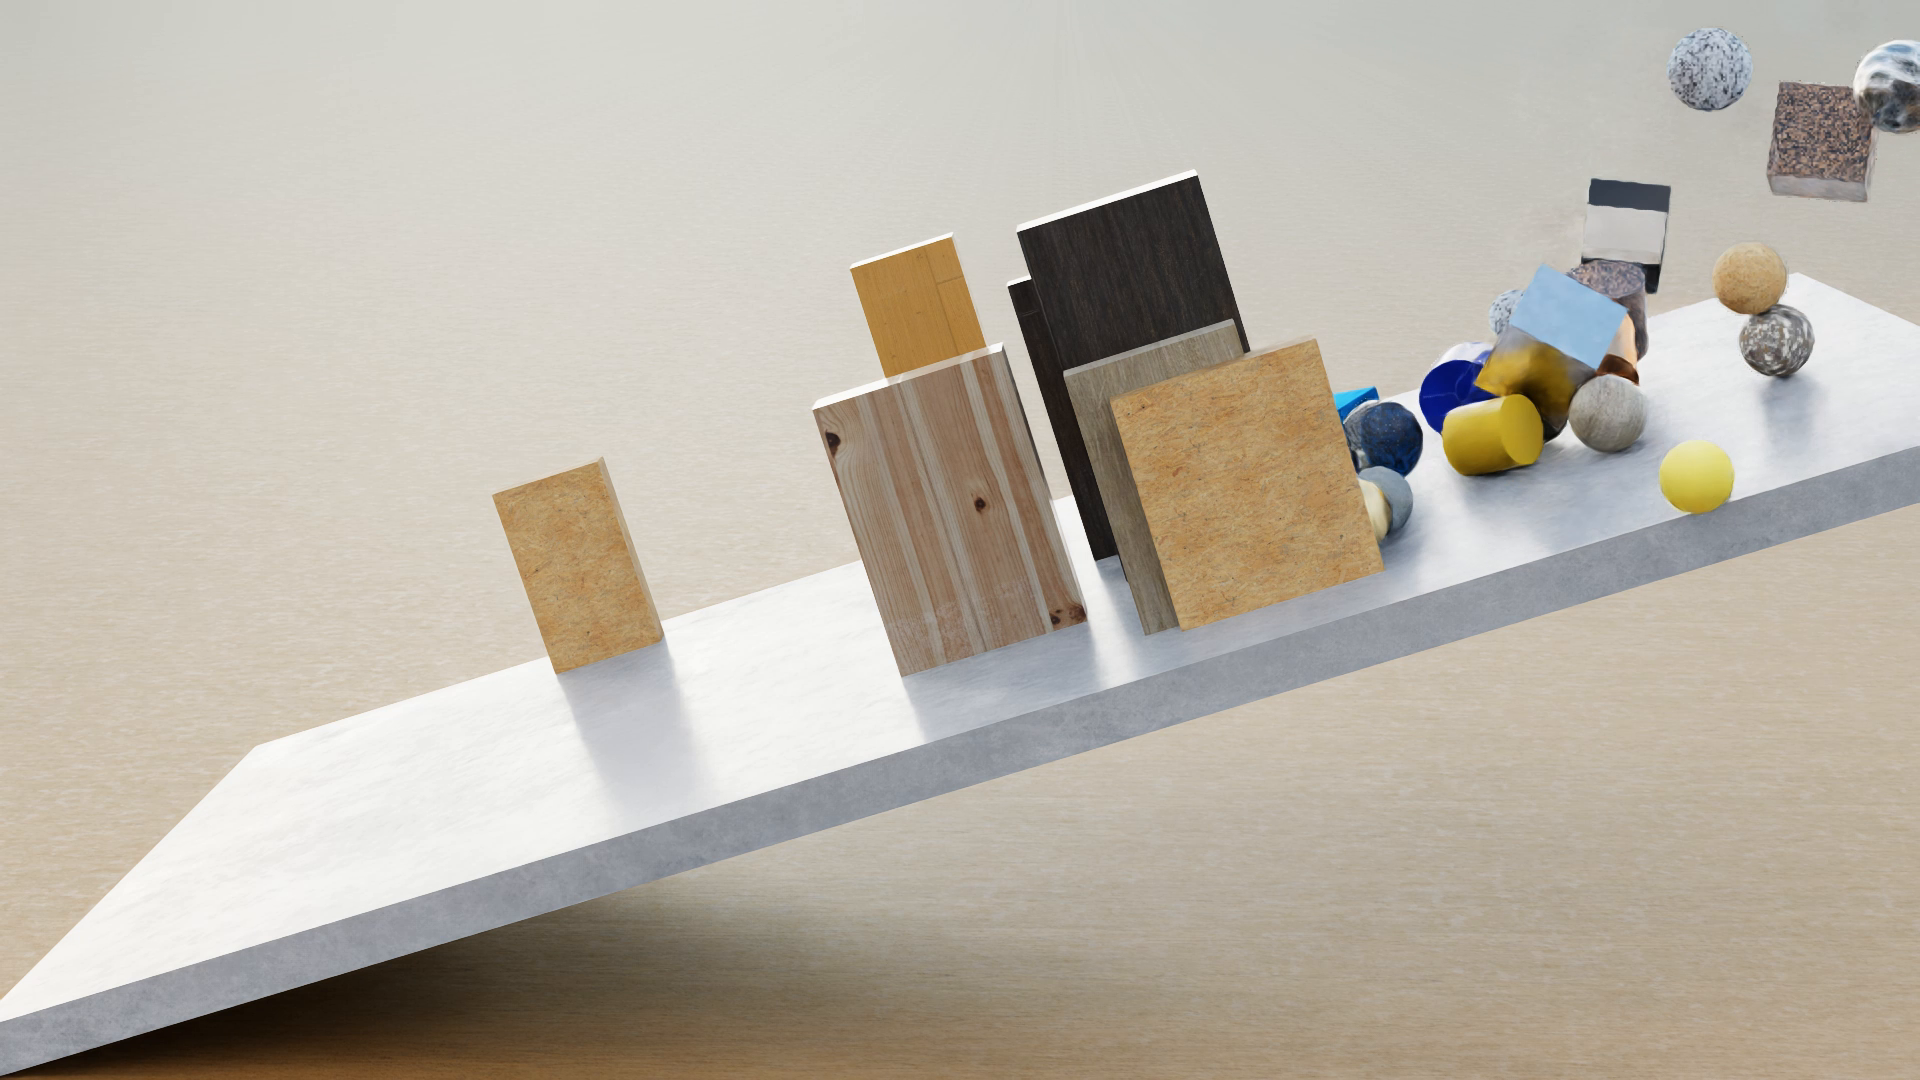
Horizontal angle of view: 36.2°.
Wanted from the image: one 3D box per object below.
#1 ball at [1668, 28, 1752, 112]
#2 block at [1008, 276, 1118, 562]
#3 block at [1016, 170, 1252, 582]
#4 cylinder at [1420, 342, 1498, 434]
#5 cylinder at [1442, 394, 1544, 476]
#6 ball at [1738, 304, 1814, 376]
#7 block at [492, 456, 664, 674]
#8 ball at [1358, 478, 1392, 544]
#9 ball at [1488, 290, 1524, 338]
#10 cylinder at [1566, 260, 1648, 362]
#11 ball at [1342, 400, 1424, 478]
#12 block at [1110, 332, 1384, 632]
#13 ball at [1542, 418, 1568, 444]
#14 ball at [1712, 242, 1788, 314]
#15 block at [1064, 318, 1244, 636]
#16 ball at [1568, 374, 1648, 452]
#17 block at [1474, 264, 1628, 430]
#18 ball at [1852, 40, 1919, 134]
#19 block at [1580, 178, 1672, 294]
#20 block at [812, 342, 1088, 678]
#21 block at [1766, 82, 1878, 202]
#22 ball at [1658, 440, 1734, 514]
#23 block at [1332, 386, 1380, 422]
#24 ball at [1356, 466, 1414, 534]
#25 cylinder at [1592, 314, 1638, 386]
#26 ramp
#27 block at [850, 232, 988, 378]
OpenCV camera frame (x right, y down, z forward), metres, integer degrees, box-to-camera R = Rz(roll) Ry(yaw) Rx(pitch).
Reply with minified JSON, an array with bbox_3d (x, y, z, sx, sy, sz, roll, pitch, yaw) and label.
[{"bbox_3d":[1.450,-0.909,5.687,0.160,0.160,0.160,0,11,0],"label":"ball"},{"bbox_3d":[0.410,-0.321,6.378,0.445,0.631,0.081,-17,10,5],"label":"block"},{"bbox_3d":[0.416,-0.340,6.100,0.384,0.762,0.149,-17,10,5],"label":"block"},{"bbox_3d":[1.118,-0.329,6.475,0.180,0.180,0.180,4,18,19],"label":"cylinder"},{"bbox_3d":[1.085,-0.213,5.990,0.146,0.146,0.146,-11,-1,-42],"label":"cylinder"},{"bbox_3d":[1.675,-0.409,6.033,0.150,0.150,0.150,0,11,0],"label":"ball"},{"bbox_3d":[-0.921,0.061,7.111,0.269,0.464,0.087,-17,10,5],"label":"block"},{"bbox_3d":[0.756,-0.047,5.654,0.144,0.144,0.144,0,11,0],"label":"ball"},{"bbox_3d":[1.229,-0.495,6.508,0.118,0.118,0.118,0,11,0],"label":"ball"},{"bbox_3d":[1.405,-0.490,6.401,0.176,0.176,0.176,-8,33,5],"label":"cylinder"},{"bbox_3d":[0.881,-0.205,6.169,0.181,0.181,0.181,0,11,0],"label":"ball"},{"bbox_3d":[0.539,-0.108,5.523,0.397,0.459,0.081,-17,10,5],"label":"block"},{"bbox_3d":[1.196,-0.272,6.132,0.148,0.148,0.148,0,11,0],"label":"ball"},{"bbox_3d":[1.606,-0.533,5.985,0.149,0.149,0.149,0,11,0],"label":"ball"},{"bbox_3d":[0.434,-0.118,5.582,0.334,0.521,0.084,-17,10,5],"label":"block"},{"bbox_3d":[1.289,-0.251,5.850,0.154,0.154,0.154,0,11,0],"label":"ball"},{"bbox_3d":[1.205,-0.394,5.999,0.199,0.199,0.199,29,53,7],"label":"block"},{"bbox_3d":[1.856,-0.893,5.797,0.183,0.183,0.183,0,11,0],"label":"ball"},{"bbox_3d":[1.464,-0.669,6.485,0.172,0.172,0.172,7,-25,11],"label":"block"},{"bbox_3d":[-0.017,-0.060,5.909,0.393,0.571,0.128,-17,10,5],"label":"block"},{"bbox_3d":[1.788,-0.822,6.086,0.194,0.194,0.194,8,-3,20],"label":"block"},{"bbox_3d":[1.296,-0.111,5.175,0.130,0.130,0.130,0,11,0],"label":"ball"},{"bbox_3d":[0.805,-0.206,6.362,0.181,0.181,0.181,-9,13,40],"label":"block"},{"bbox_3d":[0.823,-0.077,5.785,0.135,0.135,0.135,0,11,0],"label":"ball"},{"bbox_3d":[1.353,-0.387,6.245,0.165,0.165,0.165,1,44,7],"label":"cylinder"},{"bbox_3d":[0.100,0.183,6.311,4.000,0.100,2.000,-17,10,5],"label":"ramp"},{"bbox_3d":[-0.020,-0.314,6.767,0.242,0.740,0.101,-17,10,5],"label":"block"}]
